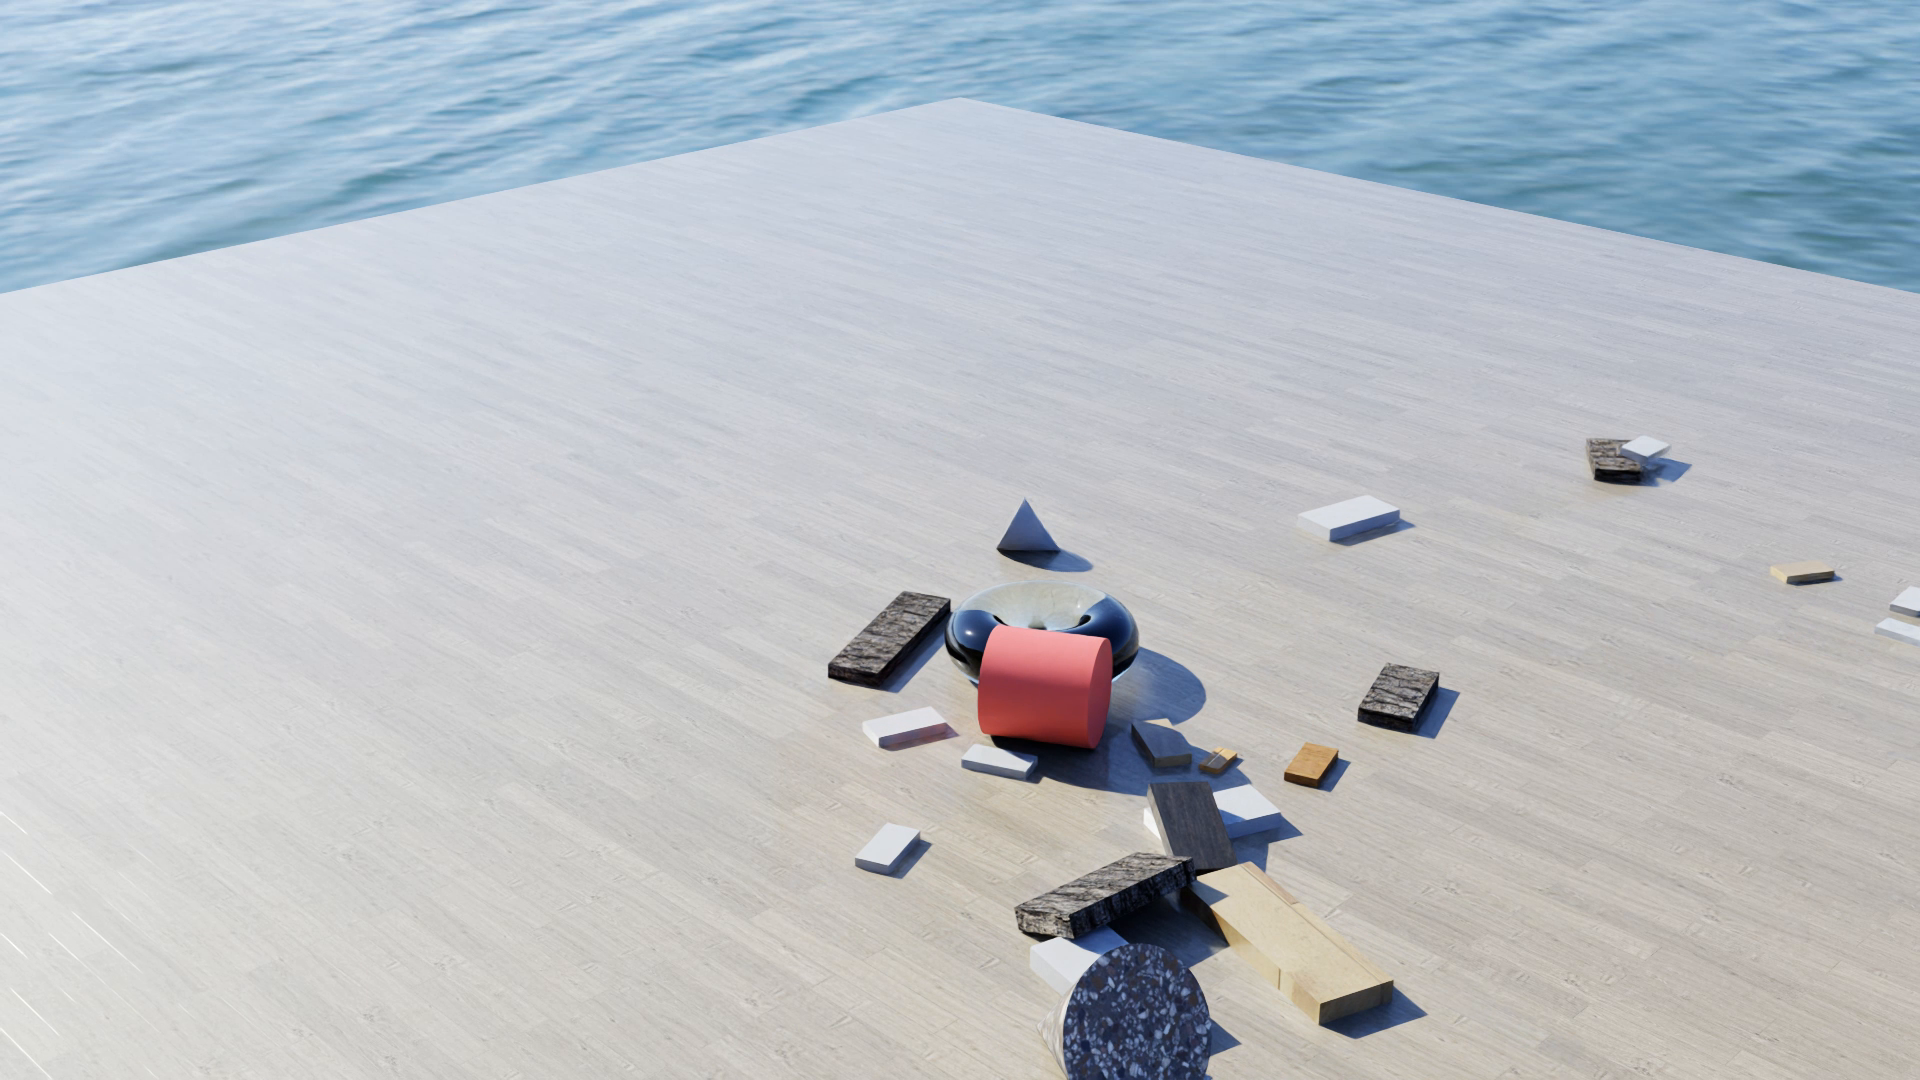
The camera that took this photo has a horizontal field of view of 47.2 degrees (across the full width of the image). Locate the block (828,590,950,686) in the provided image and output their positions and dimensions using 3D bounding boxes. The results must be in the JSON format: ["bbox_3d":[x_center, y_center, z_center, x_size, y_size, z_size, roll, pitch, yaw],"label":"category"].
[{"bbox_3d":[-0.162,0.228,5.178,0.125,0.035,0.437,9,25,20],"label":"block"}]

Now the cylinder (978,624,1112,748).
[{"bbox_3d":[0.184,0.314,4.716,0.238,0.238,0.238,7,24,15],"label":"cylinder"}]

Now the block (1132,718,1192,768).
[{"bbox_3d":[0.431,0.434,4.708,0.082,0.023,0.164,-5,24,-12],"label":"block"}]

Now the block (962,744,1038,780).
[{"bbox_3d":[0.083,0.467,4.633,0.145,0.021,0.072,9,25,21],"label":"block"}]

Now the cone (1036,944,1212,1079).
[{"bbox_3d":[0.209,0.819,3.660,0.297,0.297,0.297,-16,1,-33],"label":"cone"}]

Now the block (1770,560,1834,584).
[{"bbox_3d":[2.125,0.080,5.548,0.137,0.019,0.068,-6,24,-14],"label":"block"}]

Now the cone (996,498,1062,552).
[{"bbox_3d":[0.196,-0.007,5.692,0.151,0.151,0.151,29,26,0],"label":"cone"}]

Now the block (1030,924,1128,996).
[{"bbox_3d":[0.275,0.784,3.856,0.157,0.044,0.314,-13,26,-29],"label":"block"}]

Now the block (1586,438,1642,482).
[{"bbox_3d":[1.856,-0.228,6.252,0.125,0.035,0.250,4,23,8],"label":"block"}]

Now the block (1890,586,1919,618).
[{"bbox_3d":[2.333,0.151,5.379,0.068,0.019,0.137,19,29,37],"label":"block"}]

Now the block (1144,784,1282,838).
[{"bbox_3d":[0.506,0.556,4.406,0.244,0.035,0.122,-10,25,-22],"label":"block"}]

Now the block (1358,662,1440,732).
[{"bbox_3d":[0.977,0.349,4.895,0.122,0.035,0.244,10,25,23],"label":"block"}]

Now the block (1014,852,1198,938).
[{"bbox_3d":[0.272,0.657,4.084,0.314,0.044,0.157,-17,8,-36],"label":"block"}]

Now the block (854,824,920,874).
[{"bbox_3d":[-0.141,0.604,4.311,0.072,0.021,0.145,10,25,22],"label":"block"}]

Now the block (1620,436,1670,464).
[{"bbox_3d":[1.949,-0.257,6.257,0.082,0.023,0.164,26,29,33],"label":"block"}]

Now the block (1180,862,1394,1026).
[{"bbox_3d":[0.586,0.725,3.995,0.157,0.044,0.443,-11,25,-25],"label":"block"}]

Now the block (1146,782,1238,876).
[{"bbox_3d":[0.454,0.569,4.296,0.122,0.035,0.244,-1,36,-11],"label":"block"}]

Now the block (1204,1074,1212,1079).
[{"bbox_3d":[0.357,0.887,3.650,0.113,0.016,0.056,21,31,40],"label":"block"}]

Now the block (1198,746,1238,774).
[{"bbox_3d":[0.546,0.466,4.646,0.045,0.013,0.090,14,27,30],"label":"block"}]

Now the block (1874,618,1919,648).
[{"bbox_3d":[2.249,0.223,5.210,0.068,0.019,0.137,-21,30,-40],"label":"block"}]

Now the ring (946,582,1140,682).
[{"bbox_3d":[0.188,0.223,5.047,0.448,0.149,0.448,0,22,0],"label":"ring"}]

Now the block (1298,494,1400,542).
[{"bbox_3d":[1.035,-0.059,5.855,0.250,0.035,0.125,-15,27,-31],"label":"block"}]

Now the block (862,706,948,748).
[{"bbox_3d":[-0.120,0.405,4.776,0.164,0.023,0.082,-11,25,-24],"label":"block"}]

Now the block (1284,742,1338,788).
[{"bbox_3d":[0.739,0.472,4.621,0.072,0.021,0.145,11,25,24],"label":"block"}]
